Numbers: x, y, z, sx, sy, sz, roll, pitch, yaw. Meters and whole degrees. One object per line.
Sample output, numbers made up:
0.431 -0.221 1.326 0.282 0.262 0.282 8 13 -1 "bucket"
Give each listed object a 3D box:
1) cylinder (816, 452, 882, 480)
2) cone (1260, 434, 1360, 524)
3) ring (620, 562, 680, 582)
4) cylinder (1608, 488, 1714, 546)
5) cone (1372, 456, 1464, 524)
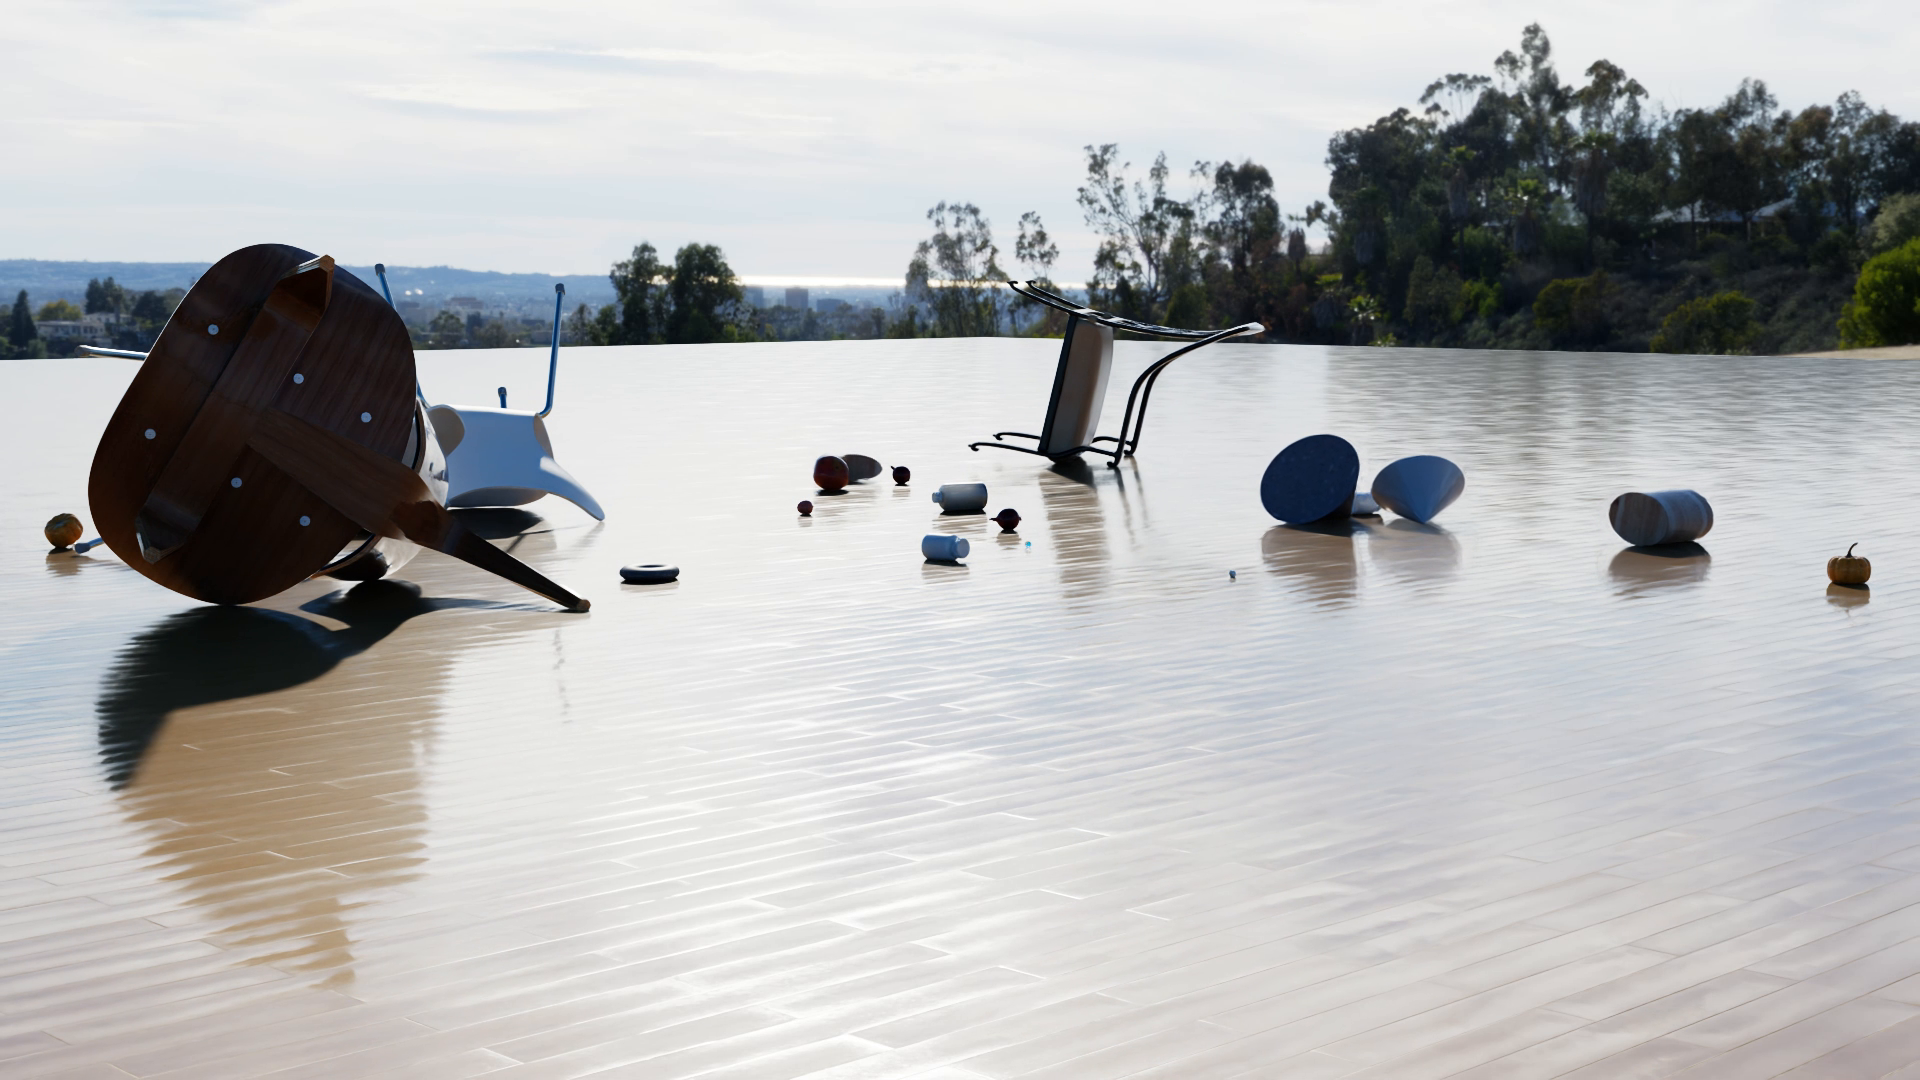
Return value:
-0.362 -0.242 8.342 0.176 0.083 0.151 5 4 -23 "cylinder"
1.002 -0.113 6.944 0.314 0.273 0.219 4 -25 45 "cone"
-0.677 0.070 5.596 0.130 0.029 0.171 1 6 6 "ring"
1.734 -0.059 6.342 0.211 0.129 0.168 -6 21 -43 "cylinder"
1.237 -0.093 6.881 0.252 0.208 0.170 -8 37 9 "cone"
